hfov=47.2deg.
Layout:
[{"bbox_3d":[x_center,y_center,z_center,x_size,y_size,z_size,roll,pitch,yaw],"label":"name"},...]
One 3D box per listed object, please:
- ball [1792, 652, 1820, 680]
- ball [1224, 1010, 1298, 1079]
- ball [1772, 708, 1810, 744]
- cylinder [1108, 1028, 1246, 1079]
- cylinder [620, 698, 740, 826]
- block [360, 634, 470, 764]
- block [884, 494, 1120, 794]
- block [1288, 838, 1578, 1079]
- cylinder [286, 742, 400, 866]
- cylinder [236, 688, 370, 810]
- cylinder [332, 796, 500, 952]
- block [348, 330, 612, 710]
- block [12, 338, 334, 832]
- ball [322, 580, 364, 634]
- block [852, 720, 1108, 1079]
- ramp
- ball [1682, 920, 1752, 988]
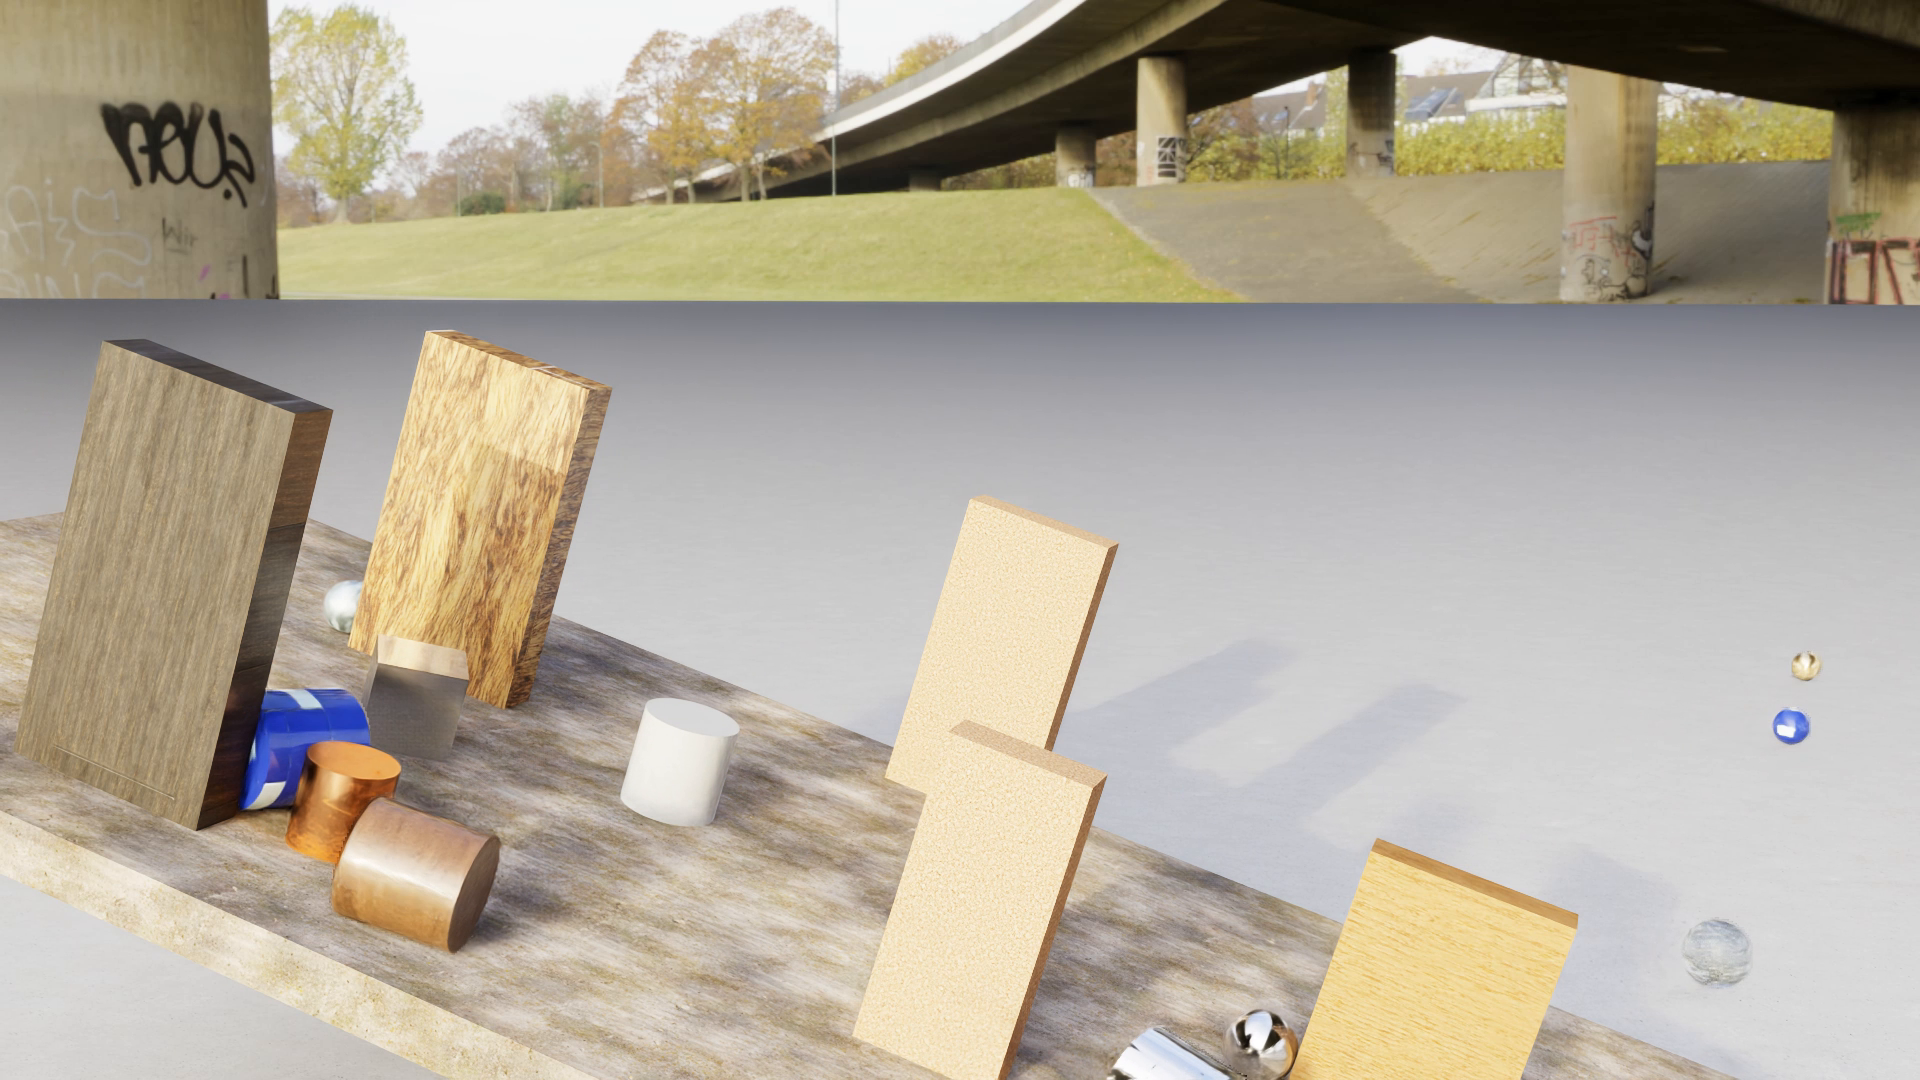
[{"bbox_3d":[3.870,0.579,10.059,0.126,0.126,0.126,0,7,0],"label":"ball"},{"bbox_3d":[0.537,0.905,3.929,0.132,0.132,0.132,0,7,0],"label":"ball"},{"bbox_3d":[3.282,0.737,8.684,0.140,0.140,0.140,0,7,0],"label":"ball"},{"bbox_3d":[0.354,0.908,3.519,0.186,0.186,0.186,26,21,36],"label":"cylinder"},{"bbox_3d":[-0.557,0.441,4.374,0.193,0.193,0.193,16,12,-3],"label":"cylinder"},{"bbox_3d":[-1.071,0.309,4.301,0.174,0.174,0.174,13,12,-18],"label":"block"},{"bbox_3d":[0.091,0.271,4.908,0.327,0.669,0.107,20,12,14],"label":"block"},{"bbox_3d":[0.822,0.820,3.858,0.365,0.483,0.095,20,12,14],"label":"block"},{"bbox_3d":[-1.047,0.446,3.734,0.158,0.158,0.158,16,12,-3],"label":"cylinder"},{"bbox_3d":[-1.175,0.361,3.833,0.204,0.204,0.204,5,2,38],"label":"cylinder"},{"bbox_3d":[-0.864,0.533,3.505,0.195,0.195,0.195,18,9,5],"label":"cylinder"},{"bbox_3d":[-1.025,-0.045,4.678,0.392,0.711,0.108,20,12,14],"label":"block"},{"bbox_3d":[-1.317,0.073,3.666,0.375,0.730,0.108,20,12,14],"label":"block"},{"bbox_3d":[-1.336,0.146,4.821,0.117,0.117,0.117,0,7,0],"label":"ball"},{"bbox_3d":[0.031,0.599,3.599,0.252,0.547,0.106,20,12,14],"label":"block"},{"bbox_3d":[-0.361,0.688,4.229,4.000,0.100,2.000,20,12,14],"label":"ramp"},{"bbox_3d":[1.966,1.076,5.714,0.175,0.175,0.175,0,7,0],"label":"ball"}]
